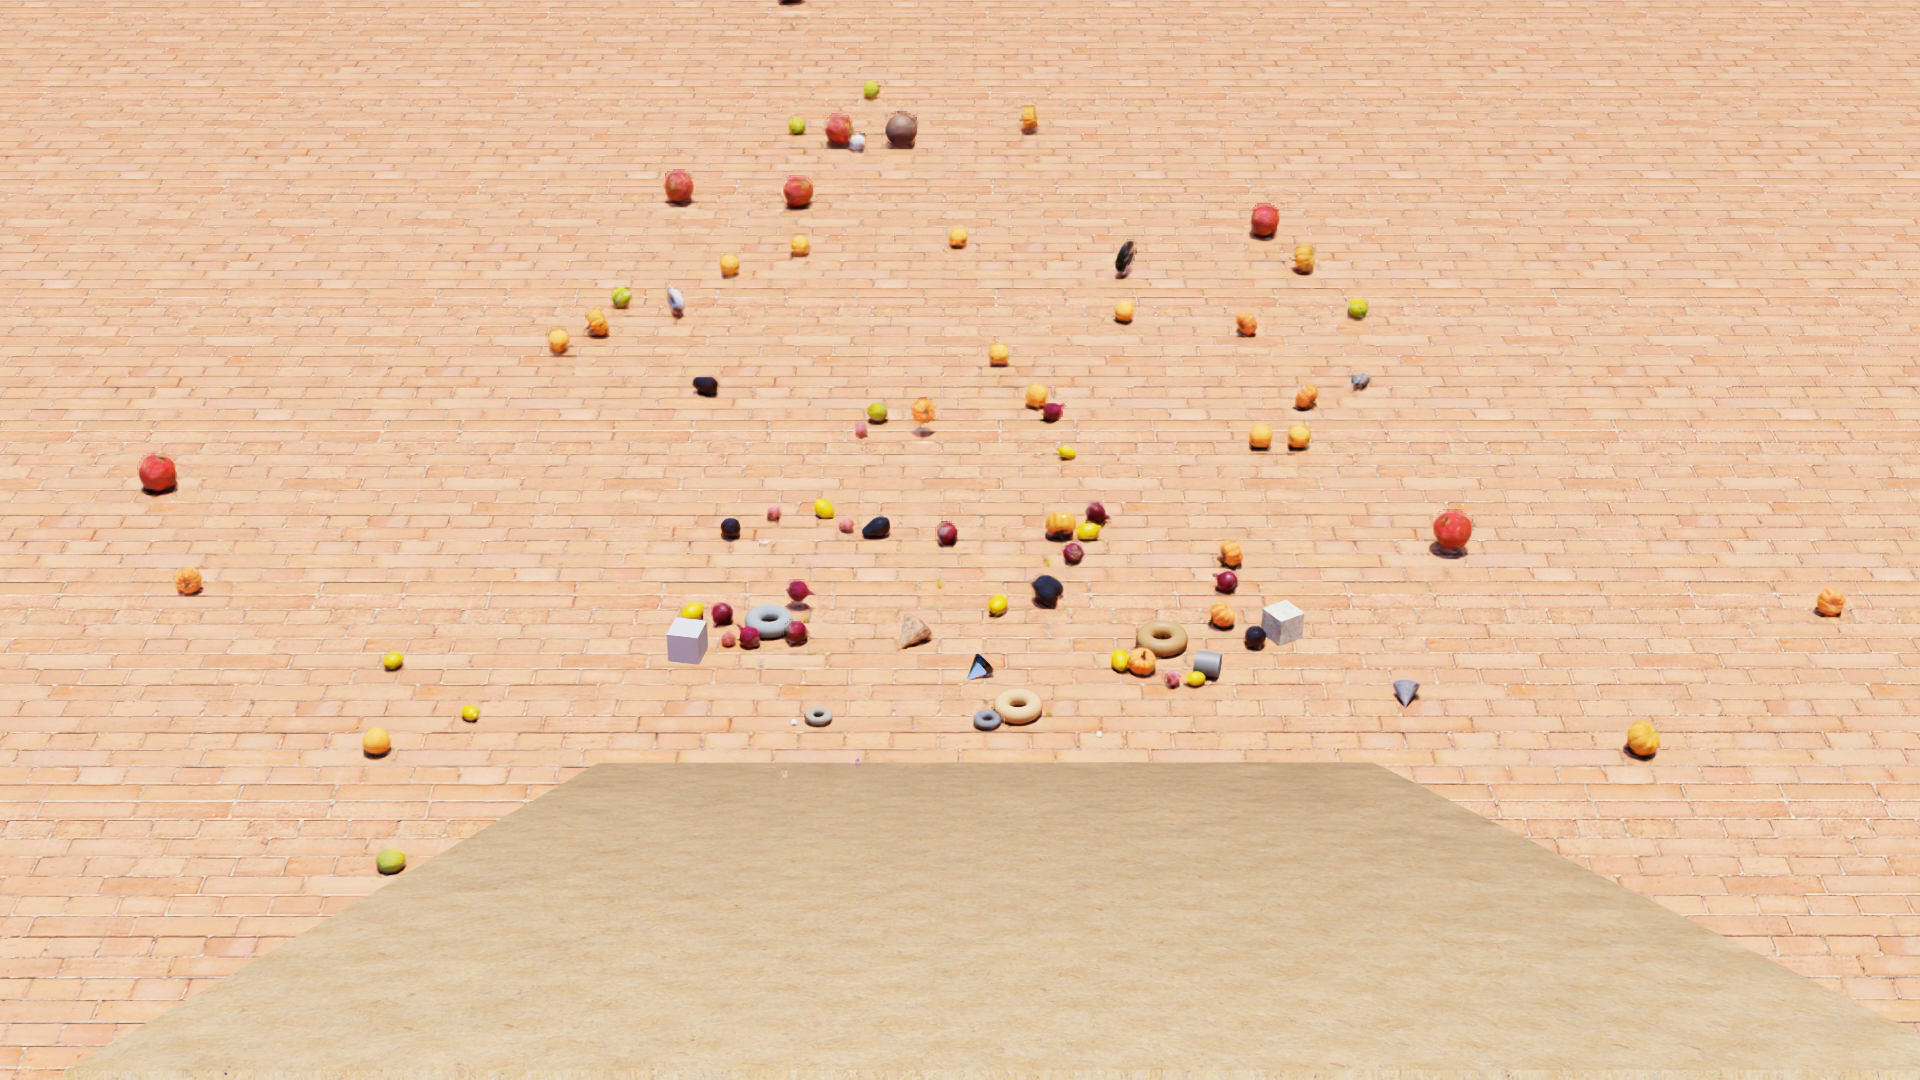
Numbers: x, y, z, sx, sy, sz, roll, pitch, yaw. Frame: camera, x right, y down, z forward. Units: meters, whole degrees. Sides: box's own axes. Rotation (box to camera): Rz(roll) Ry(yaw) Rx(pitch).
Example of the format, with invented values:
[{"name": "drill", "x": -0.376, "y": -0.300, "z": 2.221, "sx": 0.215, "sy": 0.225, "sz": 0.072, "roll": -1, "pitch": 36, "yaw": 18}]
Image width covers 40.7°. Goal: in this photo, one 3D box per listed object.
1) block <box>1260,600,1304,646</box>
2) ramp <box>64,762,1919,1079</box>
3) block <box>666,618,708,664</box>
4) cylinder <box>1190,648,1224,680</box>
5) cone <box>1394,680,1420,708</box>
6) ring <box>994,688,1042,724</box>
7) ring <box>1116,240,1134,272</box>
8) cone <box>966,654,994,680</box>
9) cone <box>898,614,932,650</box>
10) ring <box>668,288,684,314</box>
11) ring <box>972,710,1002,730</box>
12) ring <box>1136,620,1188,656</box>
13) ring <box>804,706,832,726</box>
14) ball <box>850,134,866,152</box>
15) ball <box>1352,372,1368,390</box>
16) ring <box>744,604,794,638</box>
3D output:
[{"name": "block", "x": 0.914, "y": 0.236, "z": 7.334, "sx": 0.084, "sy": 0.084, "sz": 0.084, "roll": -18, "pitch": 35, "yaw": -27}, {"name": "ramp", "x": 0.069, "y": 0.612, "z": 4.684, "sx": 2.000, "sy": 0.100, "sz": 4.000, "roll": 0, "pitch": 0, "yaw": 0}, {"name": "block", "x": -0.763, "y": 0.283, "z": 7.249, "sx": 0.090, "sy": 0.090, "sz": 0.090, "roll": 6, "pitch": 31, "yaw": 10}, {"name": "cylinder", "x": 0.686, "y": 0.343, "z": 7.169, "sx": 0.069, "sy": 0.069, "sz": 0.069, "roll": 28, "pitch": 38, "yaw": 11}, {"name": "cone", "x": 1.216, "y": 0.429, "z": 7.062, "sx": 0.071, "sy": 0.071, "sz": 0.071, "roll": 5, "pitch": 58, "yaw": 8}, {"name": "ring", "x": 0.157, "y": 0.450, "z": 7.015, "sx": 0.134, "sy": 0.045, "sz": 0.134, "roll": -1, "pitch": 31, "yaw": 1}, {"name": "ring", "x": 0.599, "y": -1.029, "z": 9.393, "sx": 0.040, "sy": 0.119, "sz": 0.119, "roll": 23, "pitch": 36, "yaw": 12}, {"name": "cone", "x": 0.043, "y": 0.364, "z": 7.169, "sx": 0.072, "sy": 0.072, "sz": 0.072, "roll": -43, "pitch": 46, "yaw": -14}, {"name": "cone", "x": -0.147, "y": 0.275, "z": 7.306, "sx": 0.097, "sy": 0.097, "sz": 0.097, "roll": 23, "pitch": 65, "yaw": 34}, {"name": "ring", "x": -1.001, "y": -0.841, "z": 9.117, "sx": 0.031, "sy": 0.094, "sz": 0.094, "roll": -23, "pitch": 37, "yaw": -25}, {"name": "ring", "x": 0.073, "y": 0.485, "z": 6.975, "sx": 0.077, "sy": 0.026, "sz": 0.077, "roll": -1, "pitch": 30, "yaw": 1}, {"name": "ring", "x": 0.570, "y": 0.278, "z": 7.298, "sx": 0.146, "sy": 0.049, "sz": 0.146, "roll": -1, "pitch": 32, "yaw": 1}, {"name": "ring", "x": -0.382, "y": 0.476, "z": 6.990, "sx": 0.075, "sy": 0.025, "sz": 0.075, "roll": 1, "pitch": 31, "yaw": -1}, {"name": "ball", "x": -0.412, "y": -1.597, "z": 10.408, "sx": 0.067, "sy": 0.067, "sz": 0.067, "roll": 0, "pitch": 31, "yaw": 0}, {"name": "ball", "x": 1.336, "y": -0.531, "z": 8.640, "sx": 0.056, "sy": 0.056, "sz": 0.056, "roll": 0, "pitch": 31, "yaw": 0}, {"name": "ring", "x": -0.544, "y": 0.232, "z": 7.377, "sx": 0.139, "sy": 0.046, "sz": 0.139, "roll": 1, "pitch": 31, "yaw": -1}]
